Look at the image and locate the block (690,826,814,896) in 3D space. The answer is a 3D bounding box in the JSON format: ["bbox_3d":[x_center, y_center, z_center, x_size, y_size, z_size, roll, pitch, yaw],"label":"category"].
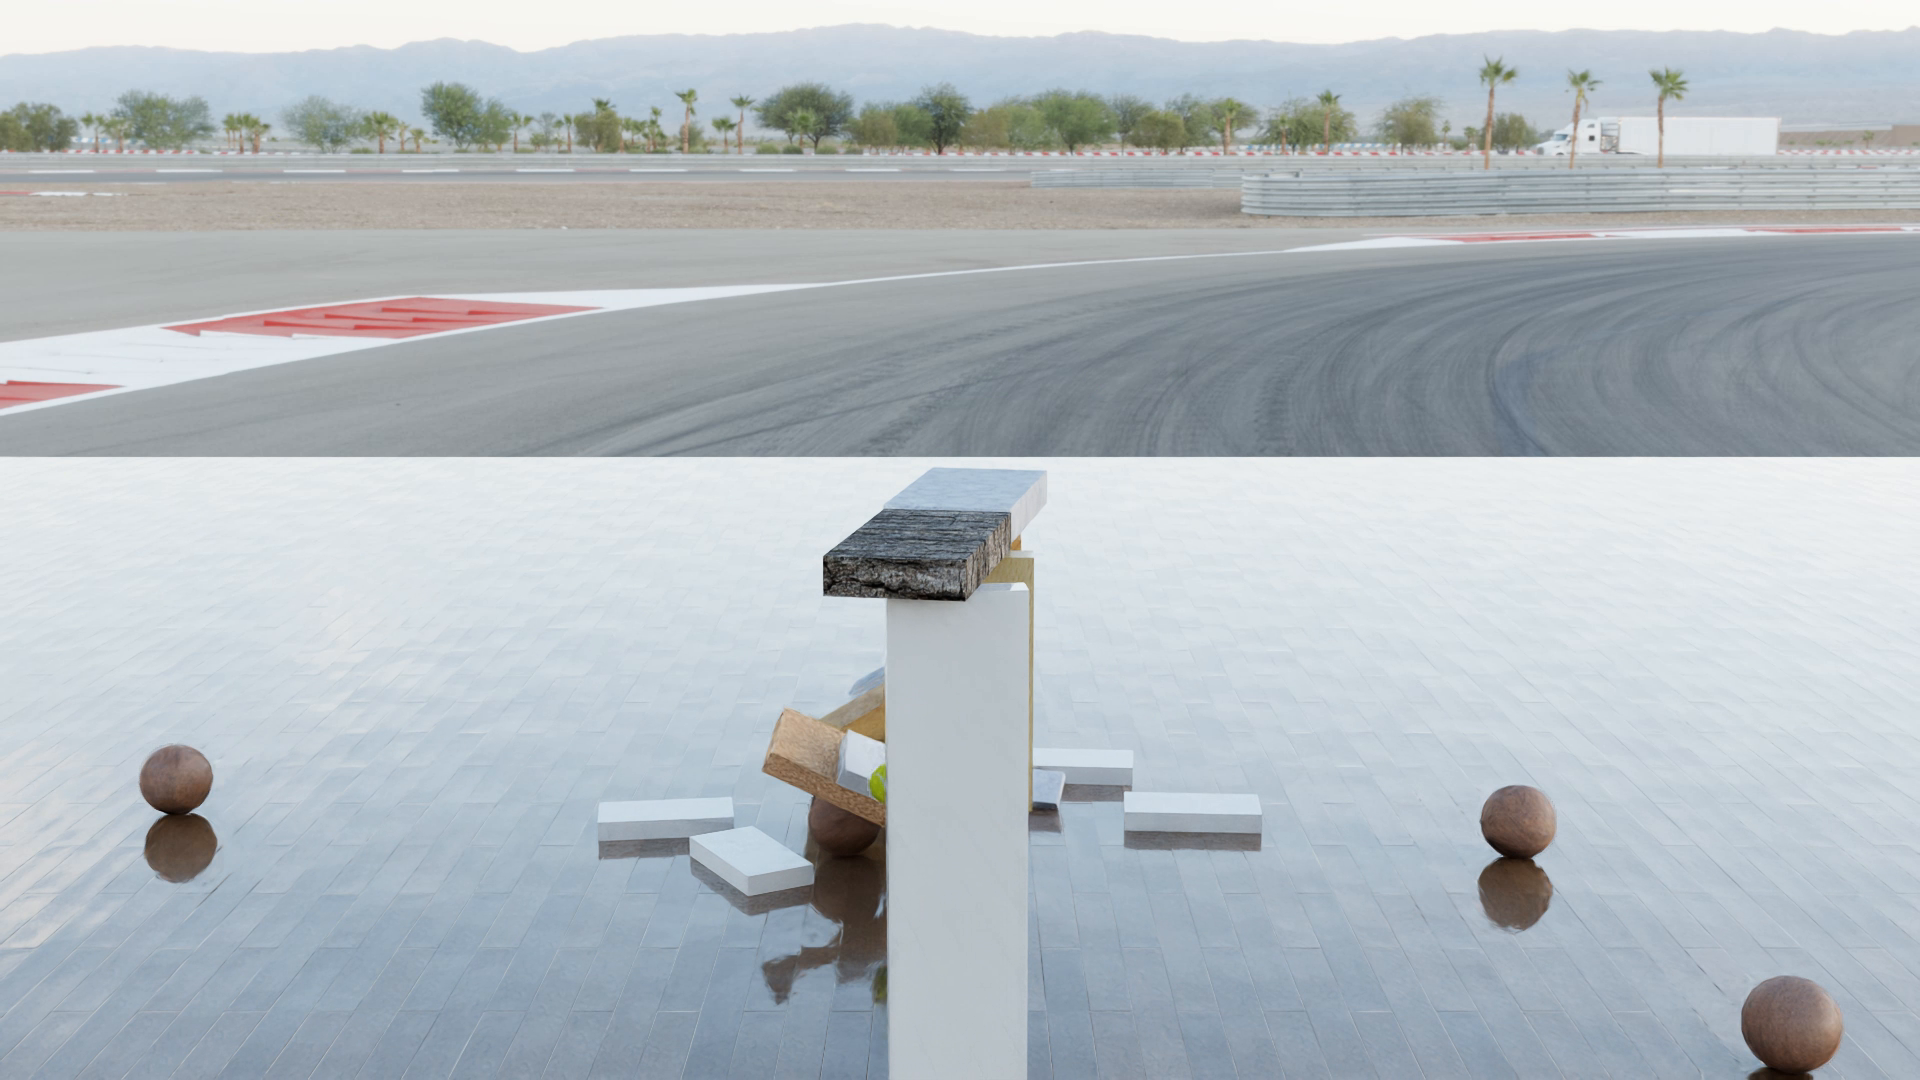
[{"bbox_3d":[-0.361,0.551,3.787,0.121,0.034,0.243,-6,12,-30],"label":"block"}]

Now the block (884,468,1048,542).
[{"bbox_3d":[0.013,-0.052,3.158,0.175,0.050,0.351,2,11,10],"label":"block"}]

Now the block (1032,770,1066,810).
[{"bbox_3d":[0.123,0.468,4.159,0.140,0.020,0.070,4,52,17],"label":"block"}]

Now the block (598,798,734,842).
[{"bbox_3d":[-0.536,0.509,4.013,0.243,0.034,0.122,-1,11,-8],"label":"block"}]

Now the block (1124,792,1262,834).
[{"bbox_3d":[0.427,0.501,4.050,0.248,0.035,0.124,1,11,4],"label":"block"}]

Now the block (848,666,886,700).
[{"bbox_3d":[-0.121,0.282,4.889,0.255,0.035,0.124,-28,4,10],"label":"block"}]

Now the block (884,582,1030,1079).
[{"bbox_3d":[-0.004,0.402,2.767,0.175,0.698,0.049,-1,10,-5],"label":"block"}]

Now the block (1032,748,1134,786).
[{"bbox_3d":[0.217,0.447,4.344,0.248,0.035,0.124,1,11,5],"label":"block"}]

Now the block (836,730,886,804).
[{"bbox_3d":[-0.093,0.419,3.806,0.243,0.034,0.121,23,26,-12],"label":"block"}]

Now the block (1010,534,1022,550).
[{"bbox_3d":[-0.003,0.168,3.074,0.175,0.351,0.050,0,11,0],"label":"block"}]

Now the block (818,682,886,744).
[{"bbox_3d":[-0.158,0.351,4.244,0.302,0.151,0.043,-29,53,-17],"label":"block"}]

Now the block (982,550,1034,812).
[{"bbox_3d":[0.011,0.190,2.959,0.175,0.349,0.049,0,11,1],"label":"block"}]

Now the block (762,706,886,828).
[{"bbox_3d":[-0.185,0.408,3.822,0.308,0.044,0.154,26,26,-8],"label":"block"}]

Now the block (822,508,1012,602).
[{"bbox_3d":[-0.048,0.015,2.805,0.175,0.049,0.349,2,11,10],"label":"block"}]
